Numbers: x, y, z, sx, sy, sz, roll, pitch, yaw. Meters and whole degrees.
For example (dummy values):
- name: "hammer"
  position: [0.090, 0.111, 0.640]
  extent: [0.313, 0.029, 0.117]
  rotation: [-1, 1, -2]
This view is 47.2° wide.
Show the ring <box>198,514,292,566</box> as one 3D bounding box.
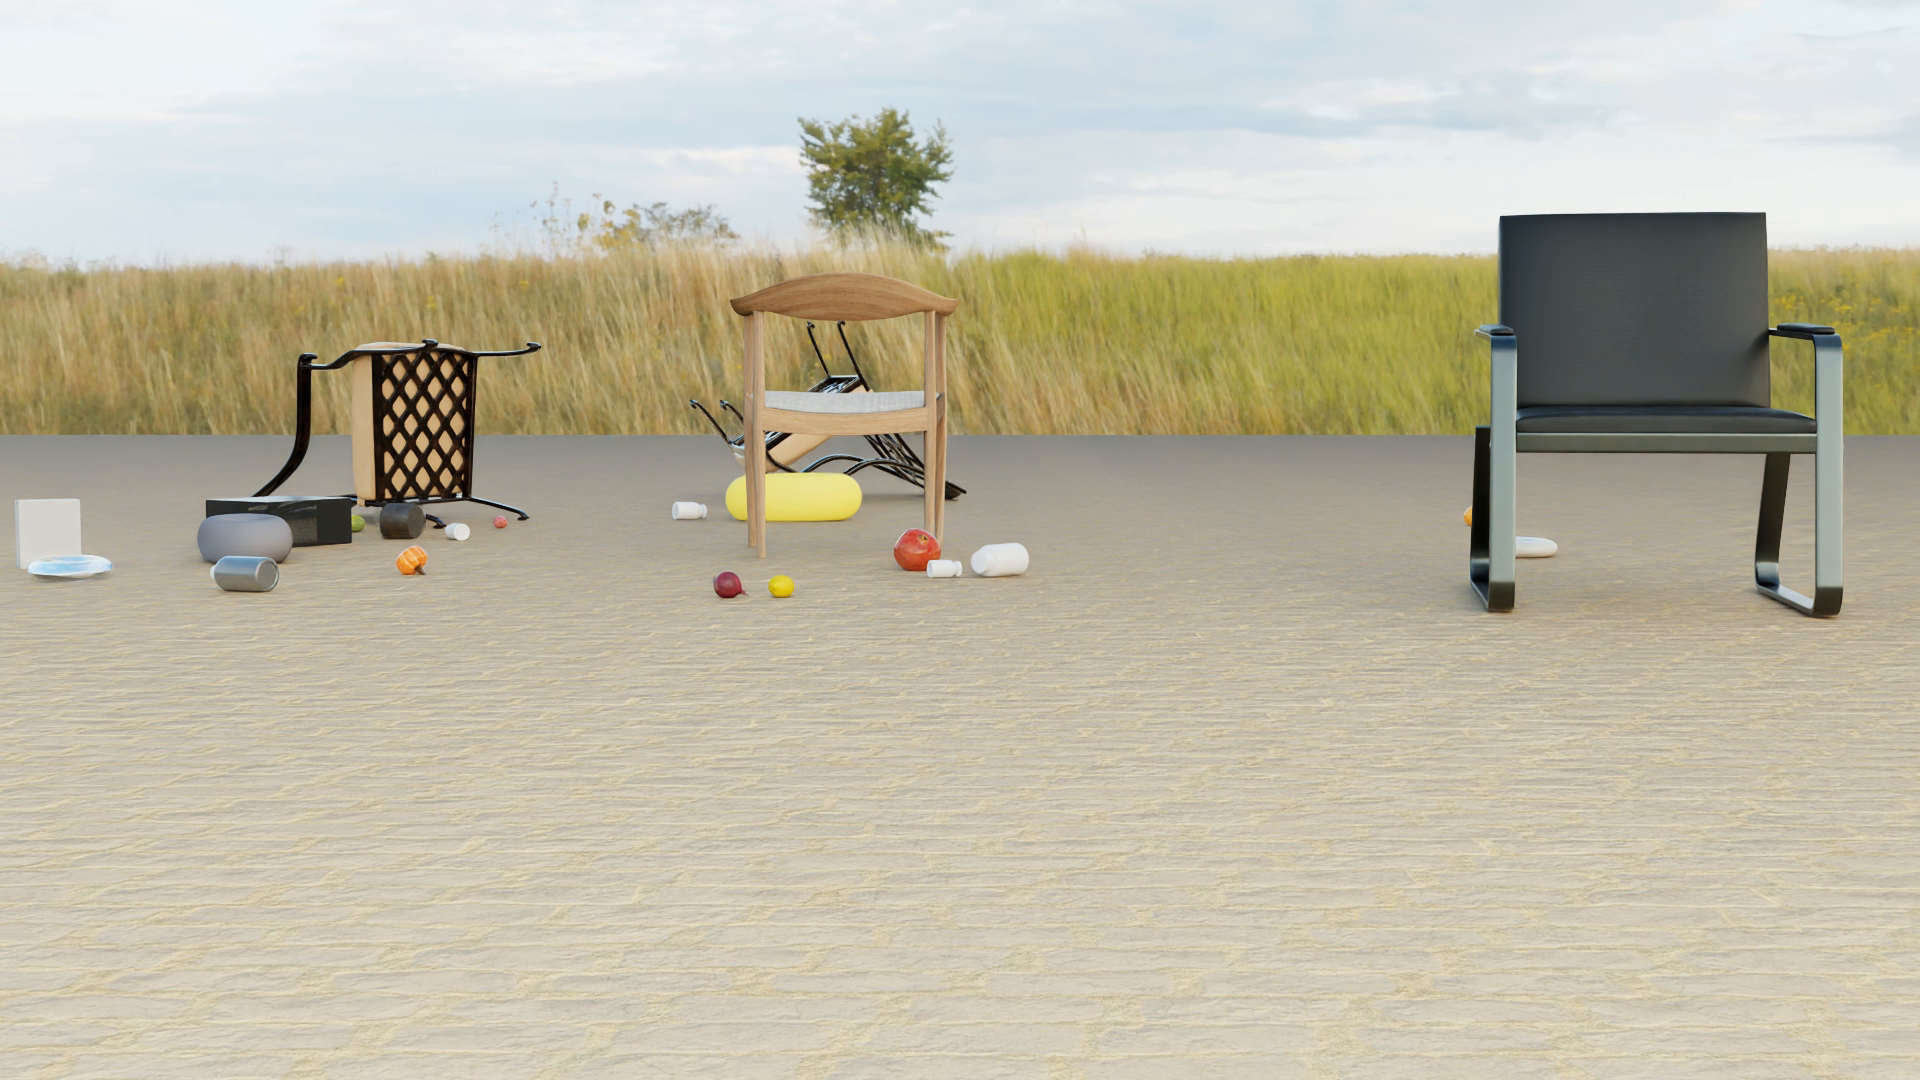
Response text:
- name: "ring"
  position: [-1.865, -0.002, 5.736]
  extent: [0.226, 0.117, 0.388]
  rotation: [-4, 6, -31]

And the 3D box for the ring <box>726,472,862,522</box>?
- name: "ring"
  position: [-0.568, -0.144, 7.506]
  extent: [0.465, 0.159, 0.194]
  rotation: [-1, 6, -1]

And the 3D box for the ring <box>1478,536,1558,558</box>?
- name: "ring"
  position: [1.502, 0.020, 5.928]
  extent: [0.211, 0.046, 0.230]
  rotation: [2, 5, 21]

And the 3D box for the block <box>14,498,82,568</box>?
- name: "block"
  position: [-2.305, -0.017, 5.560]
  extent: [0.143, 0.169, 0.081]
  rotation: [-2, 5, -29]

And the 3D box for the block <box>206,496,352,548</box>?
- name: "block"
  position: [-1.963, -0.053, 6.345]
  extent: [0.264, 0.133, 0.302]
  rotation: [3, 5, 33]

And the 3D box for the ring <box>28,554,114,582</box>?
- name: "ring"
  position: [-2.111, 0.068, 5.219]
  extent: [0.188, 0.048, 0.308]
  rotation: [0, 4, -15]
